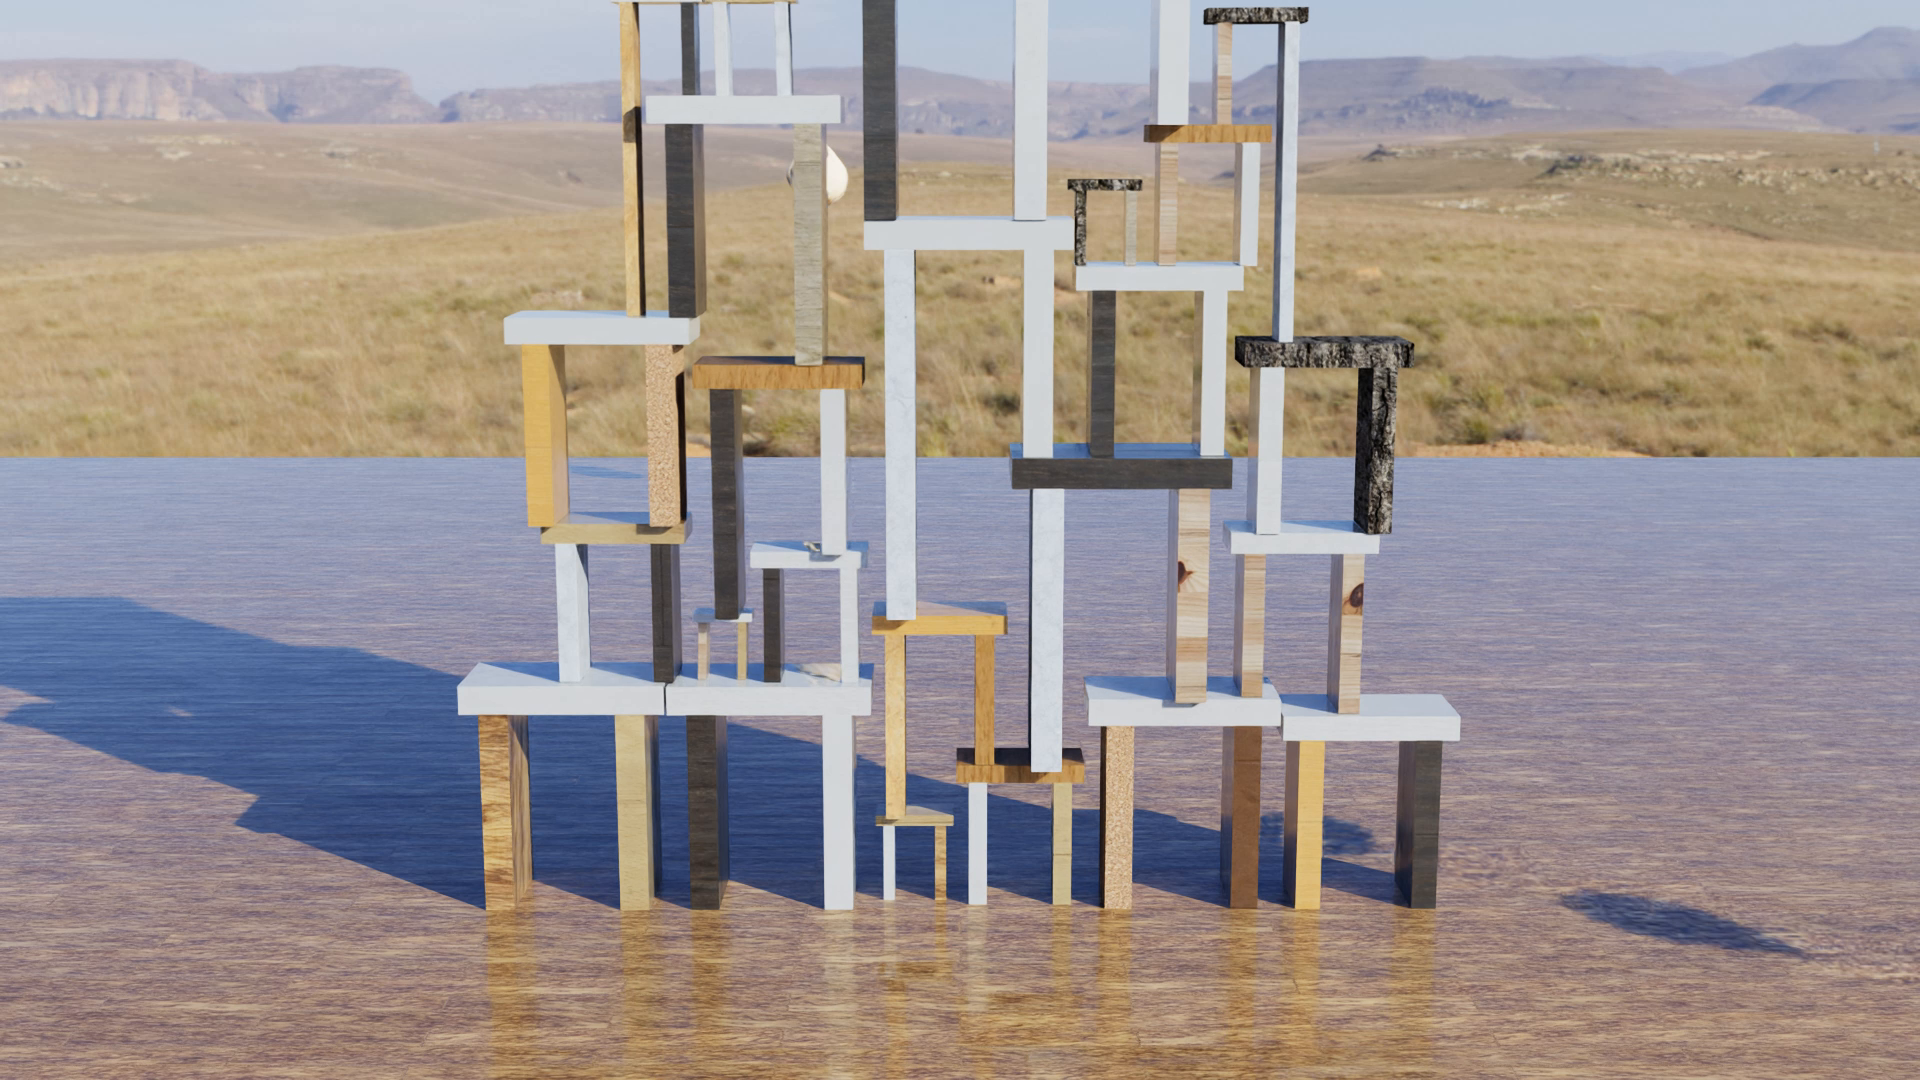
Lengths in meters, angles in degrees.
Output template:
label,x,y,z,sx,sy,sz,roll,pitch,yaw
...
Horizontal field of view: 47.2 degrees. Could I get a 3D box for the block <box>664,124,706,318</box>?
label,x,y,z,sx,sy,sz,roll,pitch,yaw
block,-0.431,-0.505,3.468,0.042,0.297,0.148,0,11,0

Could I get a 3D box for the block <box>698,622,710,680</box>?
label,x,y,z,sx,sy,sz,roll,pitch,yaw
block,-0.418,0.176,3.588,0.014,0.095,0.048,2,11,0

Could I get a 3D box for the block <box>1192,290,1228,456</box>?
label,x,y,z,sx,sy,sz,roll,pitch,yaw
block,0.398,-0.273,3.511,0.037,0.260,0.130,0,11,0

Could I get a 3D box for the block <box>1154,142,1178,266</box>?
label,x,y,z,sx,sy,sz,roll,pitch,yaw
block,0.324,-0.530,3.464,0.027,0.190,0.095,0,11,0

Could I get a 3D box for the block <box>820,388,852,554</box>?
label,x,y,z,sx,sy,sz,roll,pitch,yaw
block,-0.199,-0.119,3.538,0.037,0.265,0.132,0,11,1

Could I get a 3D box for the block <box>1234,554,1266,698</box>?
label,x,y,z,sx,sy,sz,roll,pitch,yaw
block,0.471,0.127,3.583,0.033,0.236,0.118,0,11,0

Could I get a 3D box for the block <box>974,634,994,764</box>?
label,x,y,z,sx,sy,sz,roll,pitch,yaw
block,0.040,0.249,3.609,0.031,0.218,0.109,0,11,0

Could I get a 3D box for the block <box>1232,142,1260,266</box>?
label,x,y,z,sx,sy,sz,roll,pitch,yaw
block,0.451,-0.530,3.464,0.027,0.190,0.095,0,11,0

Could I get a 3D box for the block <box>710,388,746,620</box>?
label,x,y,z,sx,sy,sz,roll,pitch,yaw
block,-0.374,-0.067,3.546,0.037,0.370,0.132,0,11,0

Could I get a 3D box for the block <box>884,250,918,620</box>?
label,x,y,z,sx,sy,sz,roll,pitch,yaw
block,-0.094,-0.175,3.525,0.046,0.585,0.162,0,11,0

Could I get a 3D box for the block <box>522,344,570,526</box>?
label,x,y,z,sx,sy,sz,roll,pitch,yaw
block,-0.662,-0.176,3.522,0.041,0.288,0.144,0,11,0

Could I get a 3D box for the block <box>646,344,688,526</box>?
label,x,y,z,sx,sy,sz,roll,pitch,yaw
block,-0.470,-0.176,3.523,0.041,0.288,0.144,0,11,0

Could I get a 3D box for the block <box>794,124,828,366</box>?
label,x,y,z,sx,sy,sz,roll,pitch,yaw
block,-0.235,-0.469,3.476,0.042,0.371,0.148,0,11,0

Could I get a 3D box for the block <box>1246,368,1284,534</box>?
label,x,y,z,sx,sy,sz,roll,pitch,yaw
block,0.490,-0.152,3.534,0.037,0.265,0.132,0,11,0

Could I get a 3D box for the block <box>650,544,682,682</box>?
label,x,y,z,sx,sy,sz,roll,pitch,yaw
block,-0.478,0.108,3.583,0.032,0.228,0.114,0,11,0

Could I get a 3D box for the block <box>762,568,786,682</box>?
label,x,y,z,sx,sy,sz,roll,pitch,yaw
block,-0.303,0.130,3.585,0.027,0.188,0.094,0,11,0

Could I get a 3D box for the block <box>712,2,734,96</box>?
label,x,y,z,sx,sy,sz,roll,pitch,yaw
block,-0.368,-0.762,3.419,0.020,0.141,0.071,-1,11,0

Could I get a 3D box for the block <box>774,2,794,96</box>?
label,x,y,z,sx,sy,sz,roll,pitch,yaw
block,-0.274,-0.762,3.419,0.020,0.141,0.071,-1,11,0

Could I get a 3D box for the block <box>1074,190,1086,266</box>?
label,x,y,z,sx,sy,sz,roll,pitch,yaw
block,0.190,-0.493,3.466,0.016,0.116,0.058,0,11,2

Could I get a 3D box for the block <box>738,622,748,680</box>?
label,x,y,z,sx,sy,sz,roll,pitch,yaw
block,-0.354,0.176,3.589,0.014,0.095,0.048,1,11,-1

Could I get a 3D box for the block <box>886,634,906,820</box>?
label,x,y,z,sx,sy,sz,roll,pitch,yaw
block,-0.105,0.294,3.617,0.031,0.309,0.109,0,11,0

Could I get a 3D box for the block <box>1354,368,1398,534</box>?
label,x,y,z,sx,sy,sz,roll,pitch,yaw
block,0.667,-0.152,3.533,0.037,0.265,0.132,0,11,0

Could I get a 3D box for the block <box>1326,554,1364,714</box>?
label,x,y,z,sx,sy,sz,roll,pitch,yaw
block,0.628,0.141,3.586,0.033,0.264,0.118,0,11,0

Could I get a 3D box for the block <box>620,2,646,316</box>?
label,x,y,z,sx,sy,sz,roll,pitch,yaw
block,-0.513,-0.595,3.450,0.020,0.480,0.071,0,10,0

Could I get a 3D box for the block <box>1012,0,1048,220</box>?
label,x,y,z,sx,sy,sz,roll,pitch,yaw
block,0.108,-0.678,3.431,0.049,0.347,0.173,0,11,0

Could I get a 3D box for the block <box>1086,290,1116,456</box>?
label,x,y,z,sx,sy,sz,roll,pitch,yaw
block,0.224,-0.273,3.510,0.037,0.260,0.130,0,11,0

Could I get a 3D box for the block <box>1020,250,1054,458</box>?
label,x,y,z,sx,sy,sz,roll,pitch,yaw
block,0.122,-0.303,3.501,0.046,0.324,0.162,0,11,0

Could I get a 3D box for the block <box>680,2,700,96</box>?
label,x,y,z,sx,sy,sz,roll,pitch,yaw
block,-0.419,-0.762,3.418,0.020,0.141,0.071,0,11,0

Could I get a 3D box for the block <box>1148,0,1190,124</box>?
label,x,y,z,sx,sy,sz,roll,pitch,yaw
block,0.325,-0.931,3.382,0.046,0.575,0.162,0,11,0

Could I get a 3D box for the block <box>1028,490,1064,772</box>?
label,x,y,z,sx,sy,sz,roll,pitch,yaw
block,0.139,0.131,3.579,0.049,0.461,0.173,0,11,0

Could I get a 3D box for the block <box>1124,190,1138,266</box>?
label,x,y,z,sx,sy,sz,roll,pitch,yaw
block,0.268,-0.493,3.465,0.016,0.116,0.058,0,11,0

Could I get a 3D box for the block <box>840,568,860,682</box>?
label,x,y,z,sx,sy,sz,roll,pitch,yaw
block,-0.178,0.129,3.585,0.027,0.188,0.094,0,11,0

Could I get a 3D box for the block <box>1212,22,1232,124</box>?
label,x,y,z,sx,sy,sz,roll,pitch,yaw
block,0.407,-0.725,3.421,0.022,0.154,0.077,-1,11,0

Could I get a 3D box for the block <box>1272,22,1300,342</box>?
label,x,y,z,sx,sy,sz,roll,pitch,yaw
block,0.511,-0.559,3.451,0.022,0.491,0.077,0,11,0

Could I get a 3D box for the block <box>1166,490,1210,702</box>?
label,x,y,z,sx,sy,sz,roll,pitch,yaw
block,0.369,0.074,3.568,0.049,0.346,0.173,0,11,0

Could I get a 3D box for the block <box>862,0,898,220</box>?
label,x,y,z,sx,sy,sz,roll,pitch,yaw
block,-0.123,-0.678,3.430,0.049,0.347,0.173,0,11,0
